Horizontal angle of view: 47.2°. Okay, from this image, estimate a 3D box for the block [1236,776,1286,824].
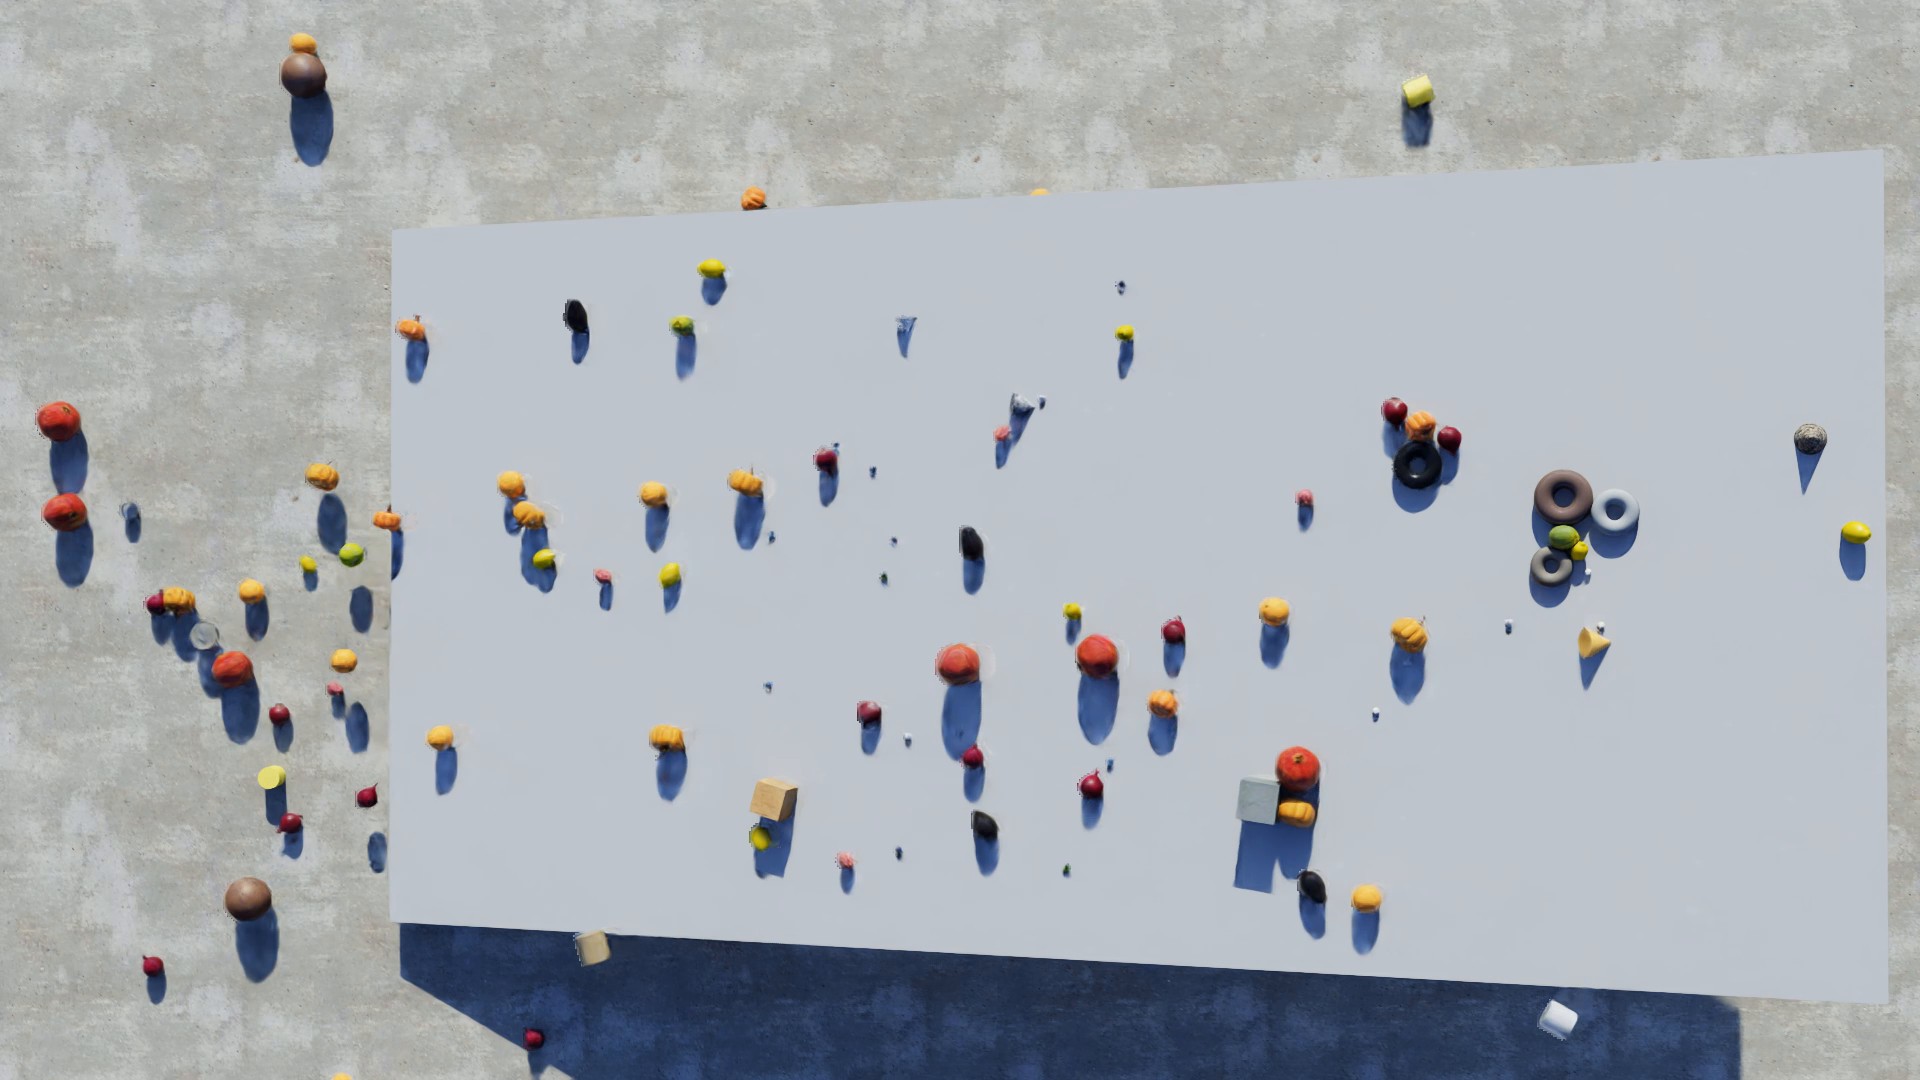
[{"bbox_3d":[0.757,0.655,5.532,0.098,0.098,0.098,8,92,18],"label":"block"}]

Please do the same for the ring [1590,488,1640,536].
[{"bbox_3d":[1.582,-0.067,5.311,0.116,0.039,0.116,0,90,17],"label":"ring"}]

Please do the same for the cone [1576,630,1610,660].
[{"bbox_3d":[1.545,0.248,5.321,0.072,0.072,0.072,-9,89,-21],"label":"cone"}]

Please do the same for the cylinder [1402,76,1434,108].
[{"bbox_3d":[1.340,-1.310,6.429,0.073,0.073,0.073,-22,89,9],"label":"cylinder"}]

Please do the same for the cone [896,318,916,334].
[{"bbox_3d":[-0.137,-0.582,5.873,0.050,0.050,0.050,-28,89,-12],"label":"cone"}]

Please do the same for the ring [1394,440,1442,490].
[{"bbox_3d":[1.135,-0.186,5.454,0.121,0.040,0.121,0,90,17],"label":"ring"}]

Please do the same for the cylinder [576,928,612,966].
[{"bbox_3d":[-1.016,1.130,6.103,0.080,0.080,0.080,-16,92,0],"label":"cylinder"}]

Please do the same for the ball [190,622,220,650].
[{"bbox_3d":[-2.196,0.278,6.395,0.085,0.085,0.085,0,89,0],"label":"ball"}]

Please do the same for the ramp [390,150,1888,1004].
[{"bbox_3d":[0.275,0.093,5.797,4.000,0.100,2.000,0,89,18],"label":"ramp"}]

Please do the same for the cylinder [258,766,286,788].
[{"bbox_3d":[-2.006,0.691,6.412,0.062,0.062,0.062,0,89,0],"label":"cylinder"}]

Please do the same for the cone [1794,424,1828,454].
[{"bbox_3d":[1.999,-0.239,5.162,0.074,0.074,0.074,0,89,18],"label":"cone"}]

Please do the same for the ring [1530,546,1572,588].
[{"bbox_3d":[1.441,0.065,5.356,0.101,0.034,0.101,-1,88,18],"label":"ring"}]

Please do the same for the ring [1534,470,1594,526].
[{"bbox_3d":[1.466,-0.102,5.344,0.141,0.047,0.141,-1,88,17],"label":"ring"}]

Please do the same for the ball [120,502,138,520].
[{"bbox_3d":[-2.427,-0.086,6.429,0.050,0.050,0.050,0,89,0],"label":"ball"}]

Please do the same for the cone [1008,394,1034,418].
[{"bbox_3d":[0.168,-0.351,5.770,0.063,0.063,0.063,1,89,-18],"label":"cone"}]

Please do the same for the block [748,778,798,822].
[{"bbox_3d":[-0.503,0.700,5.938,0.087,0.087,0.087,17,94,17],"label":"block"}]
